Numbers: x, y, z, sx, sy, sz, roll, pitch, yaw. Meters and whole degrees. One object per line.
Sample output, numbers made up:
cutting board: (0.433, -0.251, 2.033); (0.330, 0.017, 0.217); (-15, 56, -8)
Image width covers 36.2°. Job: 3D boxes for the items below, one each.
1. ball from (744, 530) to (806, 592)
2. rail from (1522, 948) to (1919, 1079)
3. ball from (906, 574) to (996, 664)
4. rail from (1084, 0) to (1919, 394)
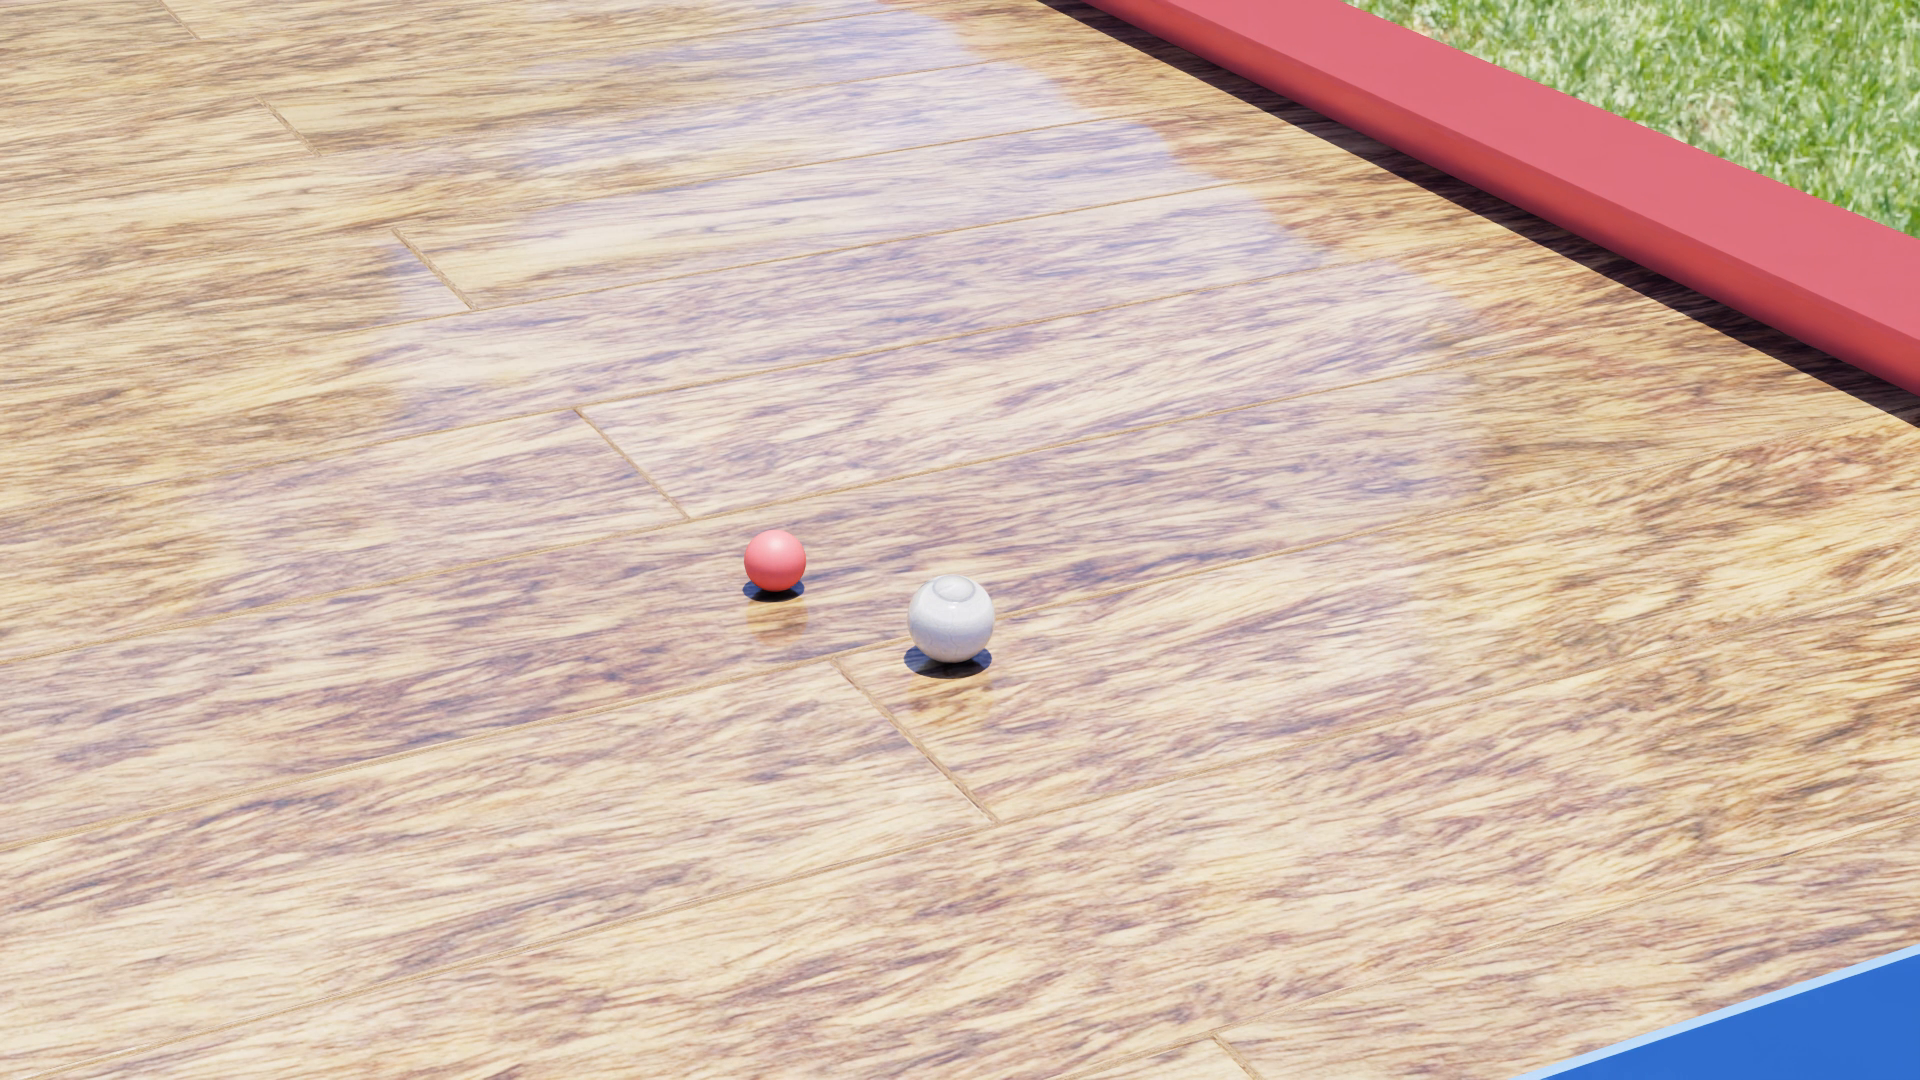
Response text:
ball: (-0.132, 0.015, 2.094); (0.044, 0.044, 0.044); (0, 25, 0)
rail: (0.359, 0.272, 1.446); (1.739, 0.127, 0.045); (-12, 28, -24)
ball: (-0.006, 0.053, 1.993); (0.060, 0.060, 0.060); (0, 25, 0)
rail: (0.384, -0.497, 3.086); (0.045, 0.127, 3.253); (-12, 28, -24)
